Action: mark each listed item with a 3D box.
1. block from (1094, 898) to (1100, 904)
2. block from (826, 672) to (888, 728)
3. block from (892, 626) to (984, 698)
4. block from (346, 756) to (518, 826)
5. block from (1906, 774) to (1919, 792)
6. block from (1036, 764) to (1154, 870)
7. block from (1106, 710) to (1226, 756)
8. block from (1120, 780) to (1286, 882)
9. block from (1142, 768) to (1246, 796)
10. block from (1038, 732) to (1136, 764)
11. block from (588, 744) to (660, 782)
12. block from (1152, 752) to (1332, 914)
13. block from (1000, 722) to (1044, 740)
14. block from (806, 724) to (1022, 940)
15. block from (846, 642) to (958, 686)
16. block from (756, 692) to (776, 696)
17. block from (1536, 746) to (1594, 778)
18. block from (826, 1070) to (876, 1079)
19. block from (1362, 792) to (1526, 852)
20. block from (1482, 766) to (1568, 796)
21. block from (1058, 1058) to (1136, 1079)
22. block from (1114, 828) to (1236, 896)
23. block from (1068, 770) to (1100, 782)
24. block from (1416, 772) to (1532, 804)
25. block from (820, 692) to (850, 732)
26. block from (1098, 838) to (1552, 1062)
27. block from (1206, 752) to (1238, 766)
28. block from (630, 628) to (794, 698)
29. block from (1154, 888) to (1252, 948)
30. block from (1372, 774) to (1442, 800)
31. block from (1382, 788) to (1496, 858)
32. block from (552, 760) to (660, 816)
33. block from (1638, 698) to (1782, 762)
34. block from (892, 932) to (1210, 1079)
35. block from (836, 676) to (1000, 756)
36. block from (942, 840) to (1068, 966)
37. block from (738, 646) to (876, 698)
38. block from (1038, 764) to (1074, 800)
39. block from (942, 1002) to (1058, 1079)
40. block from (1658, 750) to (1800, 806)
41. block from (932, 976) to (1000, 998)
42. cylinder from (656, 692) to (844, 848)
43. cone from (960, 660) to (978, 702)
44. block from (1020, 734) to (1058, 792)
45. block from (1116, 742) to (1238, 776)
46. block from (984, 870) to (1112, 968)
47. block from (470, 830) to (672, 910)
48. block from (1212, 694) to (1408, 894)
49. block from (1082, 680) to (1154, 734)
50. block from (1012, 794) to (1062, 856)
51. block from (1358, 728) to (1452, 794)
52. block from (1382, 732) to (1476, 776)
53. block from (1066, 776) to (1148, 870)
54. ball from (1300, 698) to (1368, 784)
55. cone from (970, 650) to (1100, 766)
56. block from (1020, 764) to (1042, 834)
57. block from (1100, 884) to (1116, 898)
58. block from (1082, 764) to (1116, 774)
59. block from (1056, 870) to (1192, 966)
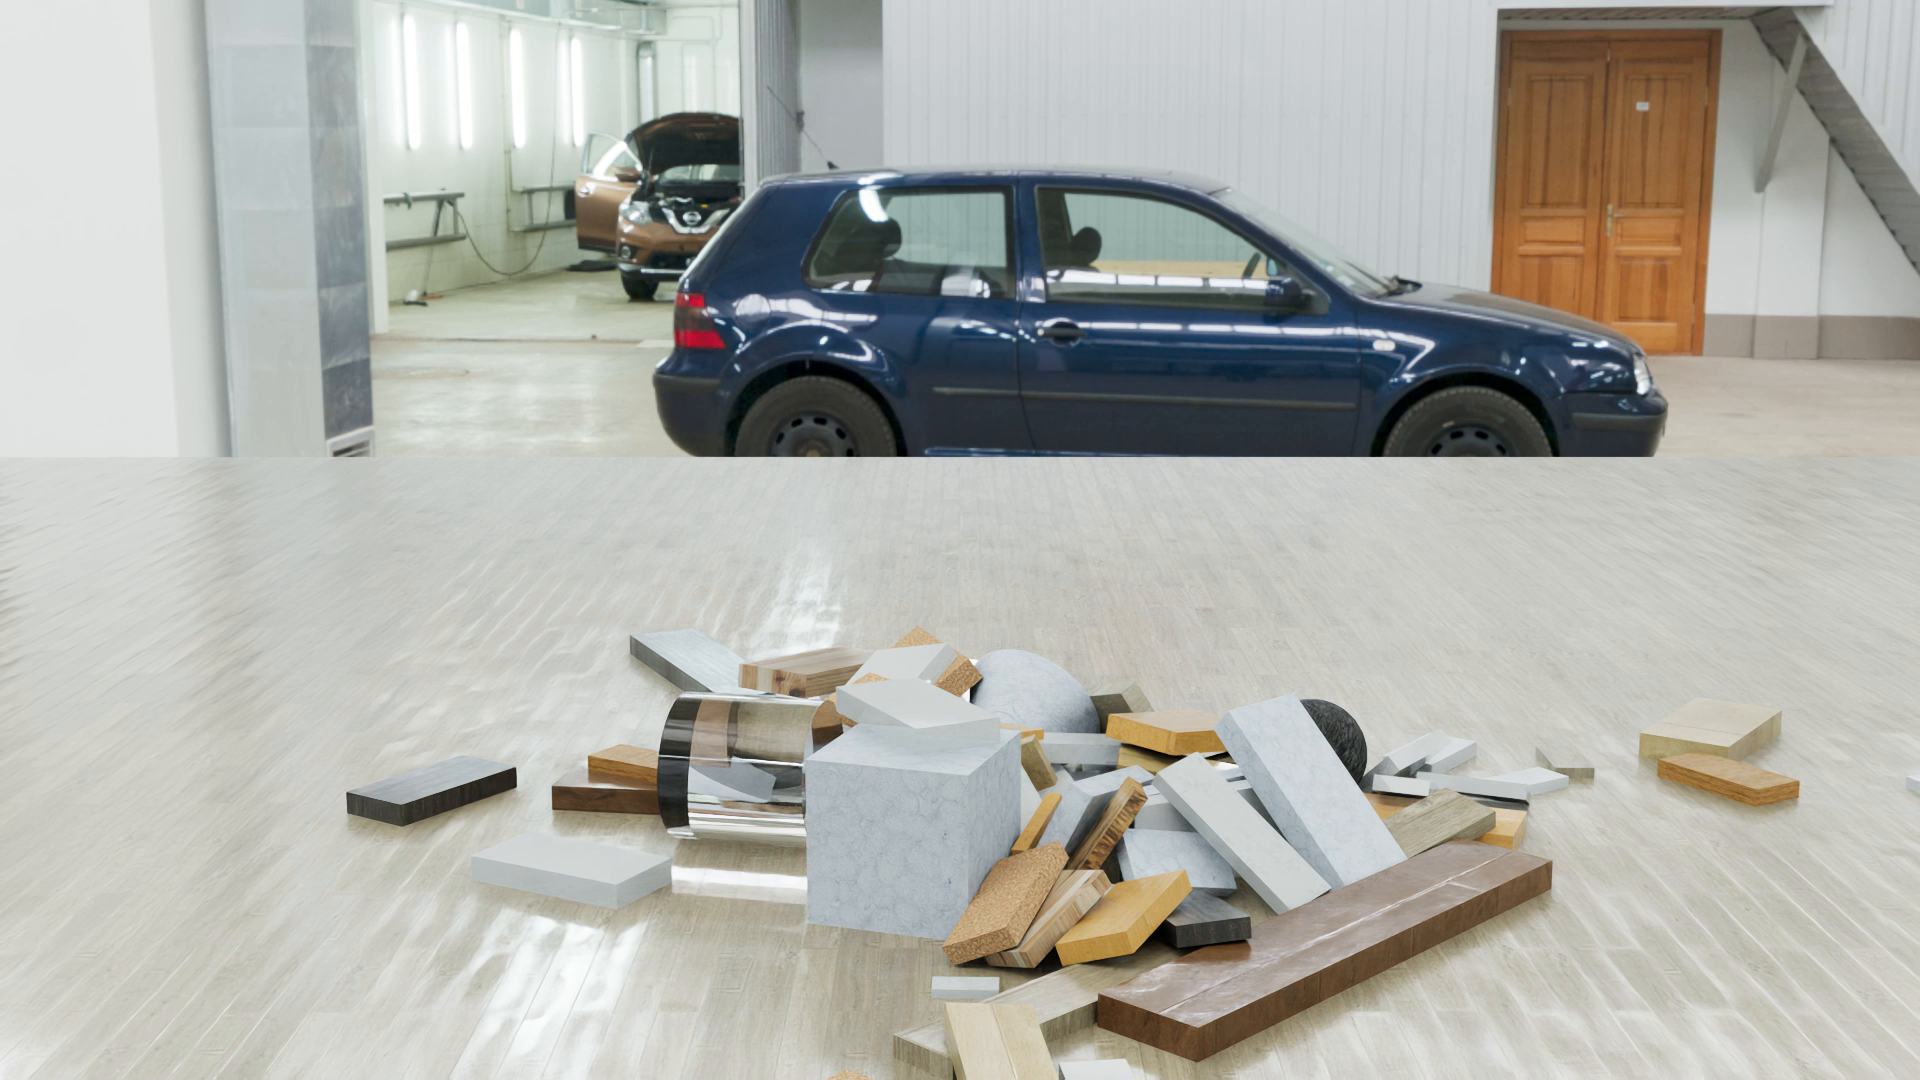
[{"bbox_3d":[0.226,0.594,3.600,0.130,0.018,0.065,3,11,16],"label":"block"},{"bbox_3d":[-0.133,0.328,4.219,0.127,0.036,0.254,-30,31,-35],"label":"block"},{"bbox_3d":[-0.089,0.280,4.445,0.176,0.050,0.352,-40,18,-8],"label":"block"},{"bbox_3d":[-1.001,0.474,4.179,0.147,0.042,0.294,7,13,33],"label":"block"},{"bbox_3d":[1.892,0.480,4.200,0.078,0.022,0.156,-3,11,-15],"label":"block"},{"bbox_3d":[0.229,0.473,3.739,0.043,0.153,0.306,32,13,22],"label":"block"},{"bbox_3d":[0.415,0.356,4.083,0.147,0.042,0.294,13,6,37],"label":"block"},{"bbox_3d":[0.414,0.500,3.727,0.310,0.155,0.044,-6,12,-28],"label":"block"},{"bbox_3d":[0.419,0.487,3.798,0.310,0.155,0.044,-7,13,-33],"label":"block"},{"bbox_3d":[0.187,0.389,4.115,0.435,0.037,0.129,1,4,6],"label":"block"},{"bbox_3d":[-0.607,0.428,4.208,0.192,0.027,0.096,6,12,31],"label":"block"},{"bbox_3d":[0.463,0.486,3.625,0.101,0.029,0.324,-22,56,-39],"label":"block"},{"bbox_3d":[0.088,0.360,4.126,0.066,0.019,0.131,-3,5,-42],"label":"block"},{"bbox_3d":[-0.072,0.466,3.591,0.273,0.273,0.273,4,11,19],"label":"block"},{"bbox_3d":[-0.125,0.268,4.393,0.127,0.036,0.254,-48,21,-30],"label":"block"},{"bbox_3d":[-0.436,0.397,4.416,0.167,0.047,0.335,-14,16,-5],"label":"block"},{"bbox_3d":[1.209,0.444,4.396,0.078,0.022,0.156,0,11,1],"label":"block"},{"bbox_3d":[-0.129,0.726,2.901,0.099,0.014,0.050,8,13,38],"label":"block"},{"bbox_3d":[0.850,0.514,3.961,0.310,0.044,0.155,4,11,22],"label":"block"},{"bbox_3d":[1.093,0.470,4.253,0.156,0.022,0.078,-7,12,-32],"label":"block"},{"bbox_3d":[0.189,0.727,2.861,0.091,0.026,0.182,-1,11,-7],"label":"block"},{"bbox_3d":[0.354,0.531,3.622,0.203,0.102,0.029,8,-38,-30],"label":"block"},{"bbox_3d":[0.226,0.475,4.105,0.095,0.027,0.191,-2,12,-4],"label":"block"},{"bbox_3d":[0.968,0.467,4.142,0.202,0.029,0.101,5,-10,20],"label":"block"},{"bbox_3d":[-0.159,0.374,4.466,0.176,0.050,0.773,10,5,-11],"label":"block"},{"bbox_3d":[0.594,0.614,3.403,0.178,0.050,0.969,10,14,43],"label":"block"},{"bbox_3d":[0.404,0.469,4.034,0.391,0.105,0.030,-9,14,-42],"label":"block"},{"bbox_3d":[-0.442,0.356,4.798,0.167,0.047,1.330,-5,12,-25],"label":"block"},{"bbox_3d":[0.357,0.584,3.406,0.117,0.033,0.234,-5,2,-11],"label":"block"},{"bbox_3d":[0.834,0.464,4.068,0.101,0.029,0.202,4,-10,23],"label":"block"},{"bbox_3d":[0.810,0.509,3.838,0.234,0.033,0.117,-21,28,-30],"label":"block"},{"bbox_3d":[-0.586,0.472,4.172,0.335,0.047,0.167,2,11,9],"label":"block"},{"bbox_3d":[1.558,0.399,4.557,0.178,0.050,0.356,8,13,36],"label":"block"},{"bbox_3d":[0.155,0.665,3.177,0.579,0.033,0.117,-10,15,-44],"label":"block"},{"bbox_3d":[-0.074,0.291,3.669,0.153,0.043,0.306,-5,12,-27],"label":"block"},{"bbox_3d":[0.073,0.562,3.415,0.122,0.035,0.244,-23,14,31],"label":"block"},{"bbox_3d":[-0.292,0.279,4.690,0.176,0.050,0.352,7,8,33],"label":"block"},{"bbox_3d":[0.145,0.469,4.062,0.129,0.037,0.258,-28,13,-4],"label":"block"},{"bbox_3d":[0.056,0.691,2.908,0.122,0.035,0.244,4,18,-11],"label":"block"},{"bbox_3d":[1.489,0.462,4.267,0.120,0.034,0.239,-6,12,-30],"label":"block"},{"bbox_3d":[0.008,0.661,3.247,0.099,0.014,0.050,0,11,1],"label":"block"},{"bbox_3d":[-0.369,0.409,3.925,0.263,0.263,0.263,3,11,13],"label":"cylinder"},{"bbox_3d":[0.007,0.391,4.479,0.212,0.212,0.212,1,37,4],"label":"cone"},{"bbox_3d":[0.072,0.435,4.040,0.192,0.096,0.027,-22,13,19],"label":"block"},{"bbox_3d":[0.499,0.438,3.959,0.436,0.027,0.095,11,20,4],"label":"block"},{"bbox_3d":[0.133,0.579,3.371,0.102,0.029,0.203,-10,23,48],"label":"block"},{"bbox_3d":[-0.659,0.557,3.726,0.306,0.043,0.153,6,12,28],"label":"block"},{"bbox_3d":[0.596,0.433,3.737,0.178,0.050,0.356,-10,58,-43],"label":"block"},{"bbox_3d":[0.290,0.356,4.315,0.042,0.147,0.294,-37,11,-26],"label":"block"},{"bbox_3d":[0.134,0.514,3.710,0.026,0.091,0.182,3,26,22],"label":"block"},{"bbox_3d":[0.842,0.434,4.217,0.239,0.034,0.120,-14,-26,-53],"label":"block"},{"bbox_3d":[0.947,0.434,4.428,0.105,0.030,0.211,8,13,36],"label":"block"},{"bbox_3d":[0.240,0.478,3.601,0.026,0.182,0.091,34,6,-7],"label":"block"},{"bbox_3d":[0.660,0.401,4.125,0.206,0.206,0.206,0,11,0],"label":"ball"},{"bbox_3d":[0.080,0.414,4.261,0.289,0.289,0.289,6,39,31],"label":"cone"},{"bbox_3d":[0.086,0.487,3.879,0.129,0.037,0.258,-3,32,-20],"label":"block"},{"bbox_3d":[0.289,0.585,3.551,0.130,0.018,0.065,13,12,-7],"label":"block"},{"bbox_3d":[0.353,0.437,4.181,0.120,0.034,0.239,-2,-3,-34],"label":"block"},{"bbox_3d":[0.252,0.575,3.356,0.122,0.035,0.244,-17,6,30],"label":"block"}]
